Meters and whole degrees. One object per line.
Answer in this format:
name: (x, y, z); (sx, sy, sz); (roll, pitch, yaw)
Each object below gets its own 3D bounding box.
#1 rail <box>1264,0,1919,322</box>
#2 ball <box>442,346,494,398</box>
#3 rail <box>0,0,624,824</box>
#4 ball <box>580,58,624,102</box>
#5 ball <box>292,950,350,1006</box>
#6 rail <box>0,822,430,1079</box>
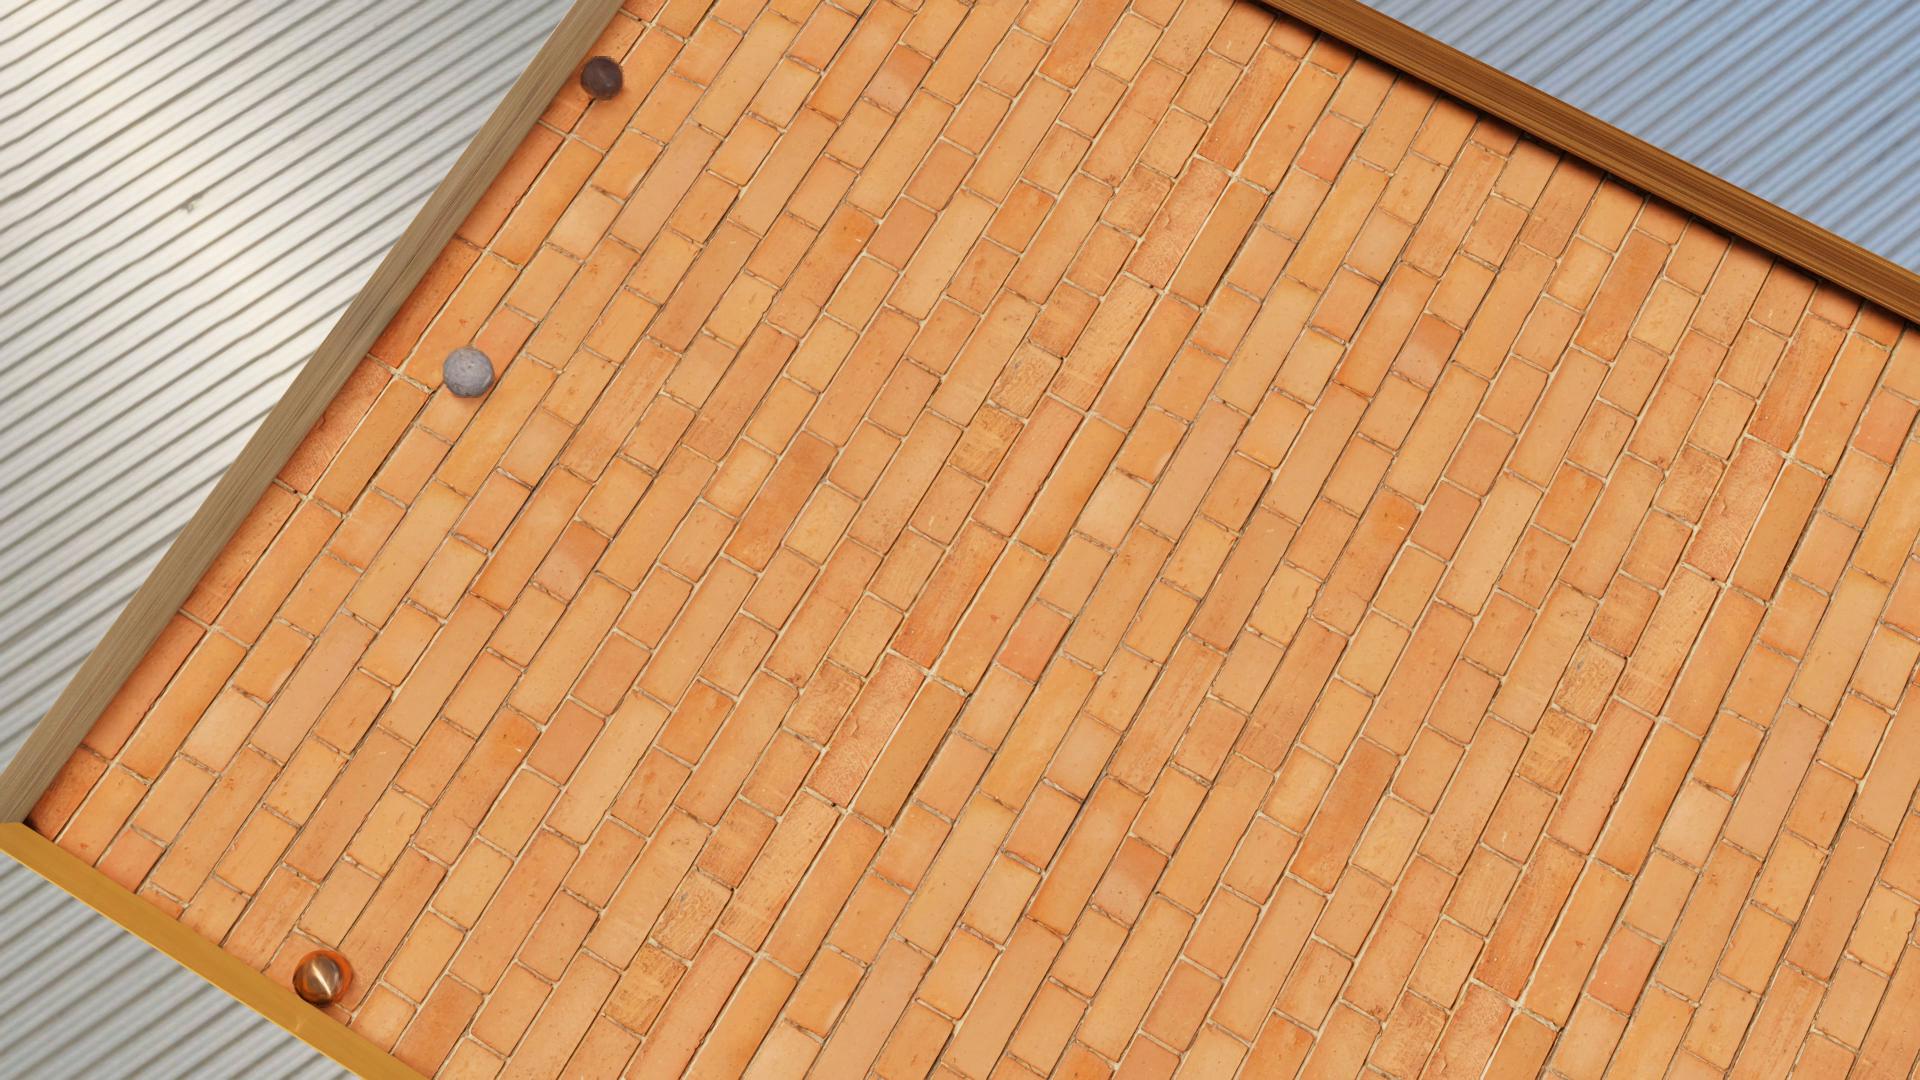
rail: (1.442, -0.425, 3.552); (4.084, 0.105, 0.045); (29, 73, 10)
ball: (-0.786, -0.269, 3.512); (0.081, 0.081, 0.081); (0, 71, 0)
rail: (-0.861, -0.480, 3.571); (0.045, 0.105, 2.271); (29, 73, 10)
ball: (-0.601, -0.773, 3.692); (0.072, 0.072, 0.072); (0, 71, 0)
ball: (-0.927, 0.636, 3.197); (0.081, 0.081, 0.081); (0, 71, 0)
rail: (0.320, 1.388, 2.921); (4.084, 0.105, 0.045); (29, 73, 10)
